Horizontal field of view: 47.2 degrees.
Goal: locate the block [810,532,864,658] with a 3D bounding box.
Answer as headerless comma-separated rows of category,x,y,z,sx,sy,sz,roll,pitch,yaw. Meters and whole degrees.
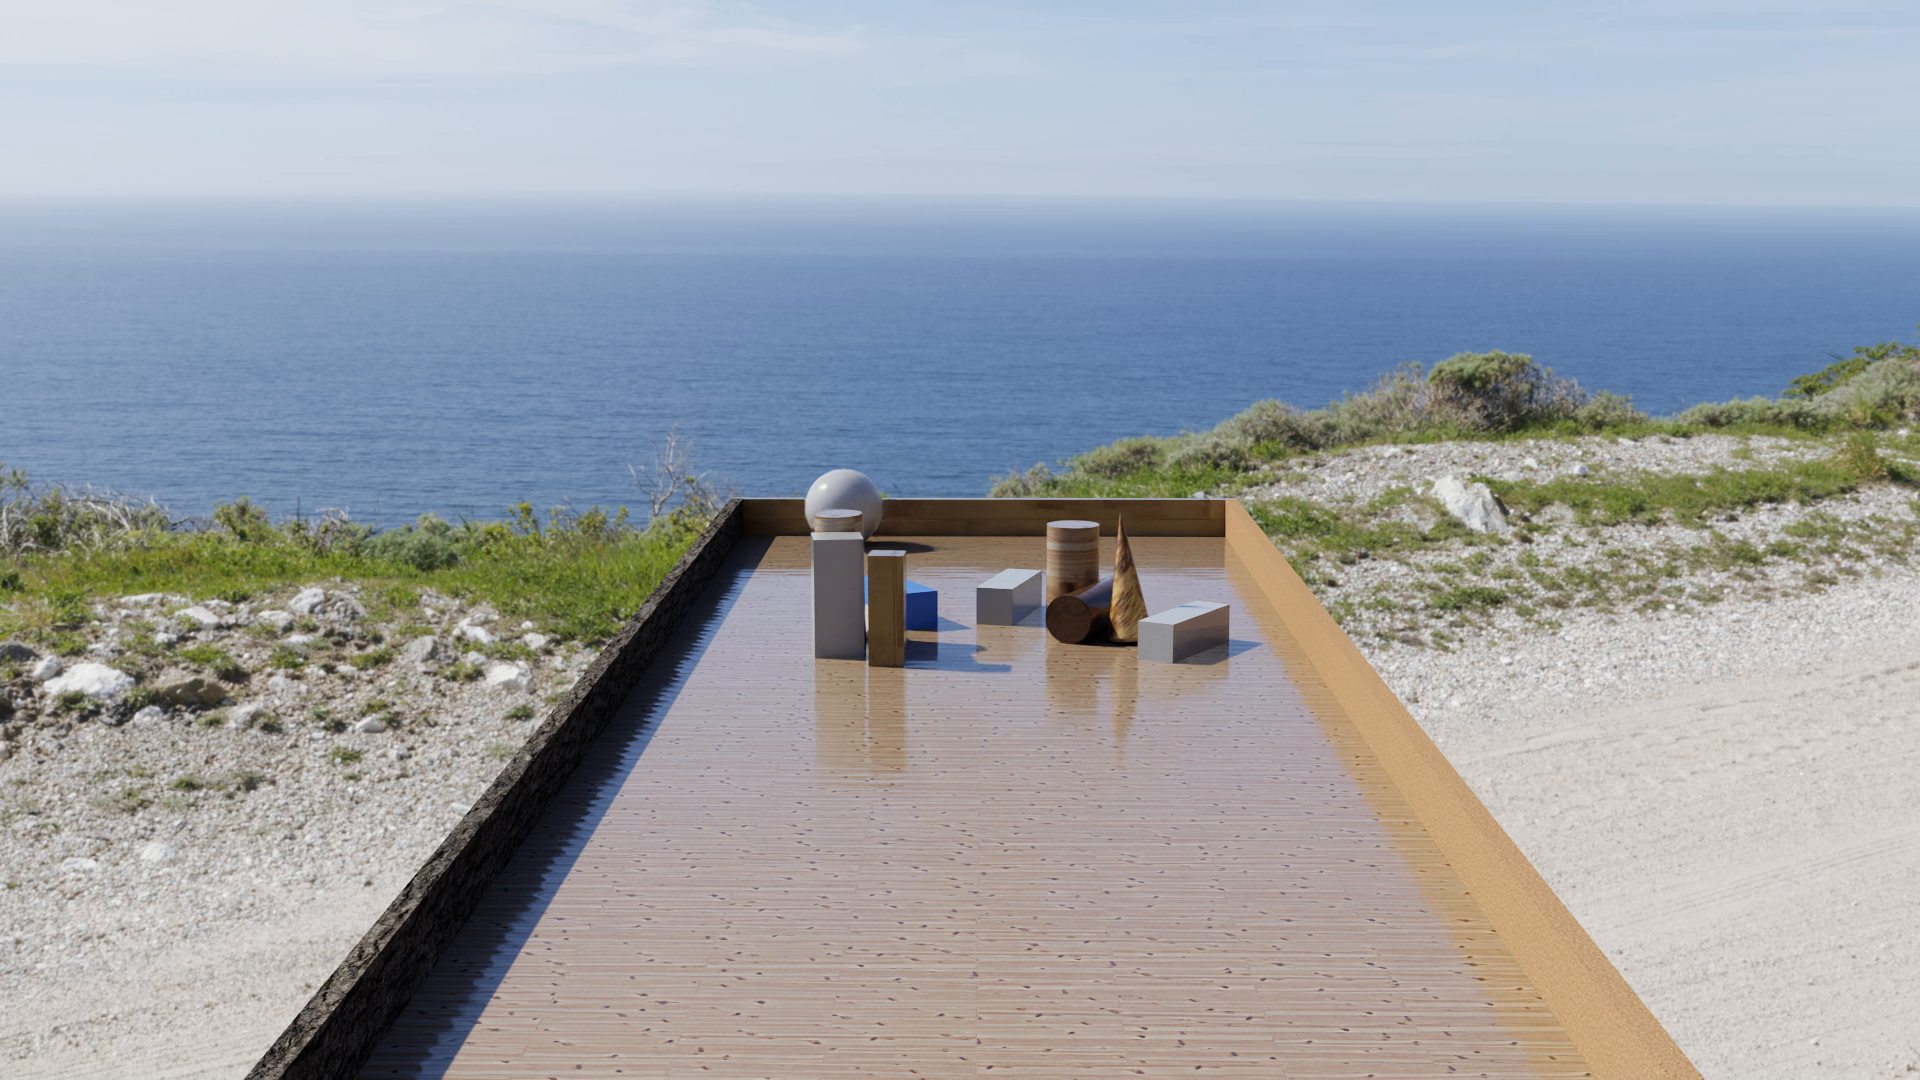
block,-0.378,0.168,6.783,0.152,0.366,0.152,-1,9,-7

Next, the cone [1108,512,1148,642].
cone,0.523,0.110,6.958,0.148,0.411,0.148,-5,4,0

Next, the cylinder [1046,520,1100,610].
cylinder,0.377,0.103,7.354,0.176,0.315,0.176,0,9,0

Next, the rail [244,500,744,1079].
rail,-1.004,0.839,3.234,0.050,0.150,12.000,0,9,1

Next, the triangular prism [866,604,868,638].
triangular prism,-0.309,0.250,7.134,0.102,0.089,0.383,-5,10,-28

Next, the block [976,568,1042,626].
block,0.168,0.191,7.411,0.123,0.123,0.381,3,9,17

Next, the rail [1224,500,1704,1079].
rail,1.046,0.843,3.208,0.050,0.150,12.000,0,9,1

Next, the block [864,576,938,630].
block,-0.209,0.204,7.333,0.121,0.121,0.362,-5,10,-26

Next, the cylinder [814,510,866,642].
cylinder,-0.378,0.119,6.939,0.152,0.409,0.152,-1,10,0

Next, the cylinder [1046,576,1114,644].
cylinder,0.433,0.222,7.113,0.156,0.156,0.415,5,10,26

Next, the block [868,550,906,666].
block,-0.219,0.206,6.635,0.106,0.337,0.106,1,9,3

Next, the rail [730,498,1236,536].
rail,0.099,-0.098,9.147,2.100,0.150,0.050,0,9,1

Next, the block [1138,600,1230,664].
block,0.698,0.284,6.838,0.119,0.119,0.394,6,11,32

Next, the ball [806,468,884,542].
ball,-0.464,-0.129,8.822,0.314,0.314,0.314,0,9,0
